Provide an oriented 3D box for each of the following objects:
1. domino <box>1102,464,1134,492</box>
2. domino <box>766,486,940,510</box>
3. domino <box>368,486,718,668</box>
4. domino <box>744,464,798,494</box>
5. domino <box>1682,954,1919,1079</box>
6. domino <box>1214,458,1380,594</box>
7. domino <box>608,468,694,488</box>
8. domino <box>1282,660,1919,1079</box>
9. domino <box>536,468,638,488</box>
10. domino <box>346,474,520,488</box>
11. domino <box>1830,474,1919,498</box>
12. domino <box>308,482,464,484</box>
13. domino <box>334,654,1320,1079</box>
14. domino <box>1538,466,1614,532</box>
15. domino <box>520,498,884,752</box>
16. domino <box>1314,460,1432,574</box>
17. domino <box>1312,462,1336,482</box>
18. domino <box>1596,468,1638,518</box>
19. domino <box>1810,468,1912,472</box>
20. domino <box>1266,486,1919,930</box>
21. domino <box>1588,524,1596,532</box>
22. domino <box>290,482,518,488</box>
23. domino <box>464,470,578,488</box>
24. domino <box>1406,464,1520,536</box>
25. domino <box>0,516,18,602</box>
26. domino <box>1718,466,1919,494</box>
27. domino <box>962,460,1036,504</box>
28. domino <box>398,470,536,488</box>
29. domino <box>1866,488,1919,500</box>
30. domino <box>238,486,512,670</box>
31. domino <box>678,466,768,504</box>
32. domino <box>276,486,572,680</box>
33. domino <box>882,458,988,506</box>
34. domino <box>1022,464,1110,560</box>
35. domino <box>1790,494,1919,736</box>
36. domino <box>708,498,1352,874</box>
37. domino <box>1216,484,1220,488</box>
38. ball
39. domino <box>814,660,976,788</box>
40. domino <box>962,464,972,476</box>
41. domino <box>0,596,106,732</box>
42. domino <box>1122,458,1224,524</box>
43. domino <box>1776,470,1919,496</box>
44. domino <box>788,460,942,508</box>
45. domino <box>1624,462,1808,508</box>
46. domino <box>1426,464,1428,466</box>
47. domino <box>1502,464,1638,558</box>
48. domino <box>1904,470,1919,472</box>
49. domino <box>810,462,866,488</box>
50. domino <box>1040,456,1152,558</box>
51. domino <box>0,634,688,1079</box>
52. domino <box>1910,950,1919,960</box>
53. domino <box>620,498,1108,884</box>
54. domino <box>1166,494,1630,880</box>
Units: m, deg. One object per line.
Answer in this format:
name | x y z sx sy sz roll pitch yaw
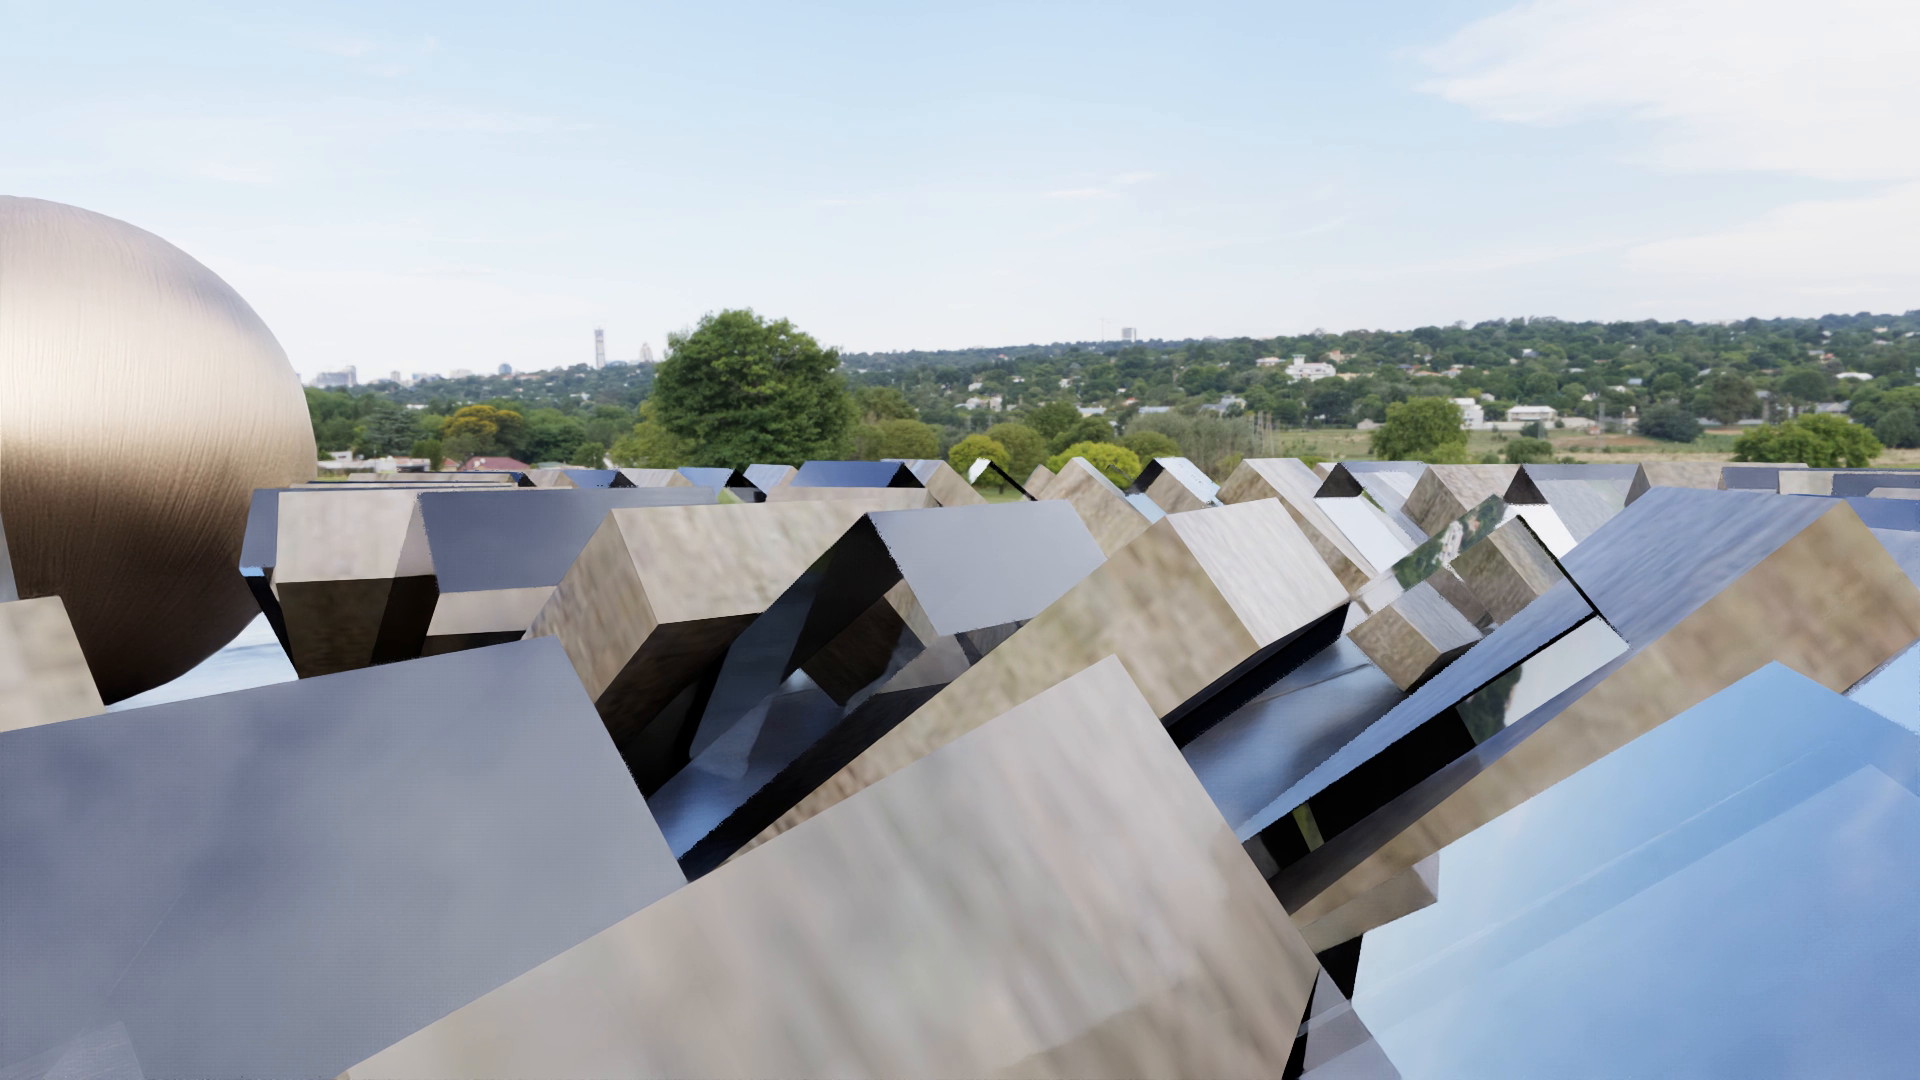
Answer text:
domino | 0.055 0.000 0.319 0.050 0.010 0.025 37 9 4
domino | -0.008 0.010 0.196 0.025 0.009 0.050 2 -30 24
domino | -0.042 0.014 0.123 0.025 0.009 0.050 -3 -33 -36
domino | -0.027 0.002 0.294 0.050 0.009 0.025 40 -15 -26
domino | 0.017 0.022 0.024 0.050 0.010 0.025 -36 -3 13
domino | 0.075 0.004 0.248 0.025 0.009 0.050 -5 47 -51
domino | -0.051 0.004 0.268 0.025 0.009 0.050 4 -31 45
domino | 0.000 0.022 0.027 0.050 0.009 0.025 -36 -7 17
domino | -0.061 0.005 0.253 0.025 0.010 0.050 3 -32 38
domino | -0.074 0.008 0.202 0.025 0.009 0.050 1 -34 10
domino | 0.110 0.013 0.142 0.025 0.010 0.050 3 44 37
domino | -0.072 0.010 0.185 0.025 0.010 0.050 0 -33 1
domino | -0.017 0.022 0.031 0.050 0.009 0.025 -37 -10 21
domino | 0.148 0.003 0.277 0.025 0.009 0.050 -3 42 -35
domino | -0.028 0.015 0.112 0.025 0.009 0.050 -4 -31 -45
domino | 0.091 0.005 0.239 0.025 0.009 0.050 -2 44 -34
domino | 0.107 0.000 0.309 0.050 0.009 0.025 44 26 25
domino | 0.159 0.004 0.264 0.025 0.010 0.050 -2 41 -30
domino | 0.179 0.006 0.234 0.025 0.009 0.050 -1 41 -14
domino | 0.039 0.016 0.094 0.050 0.009 0.025 -39 1 6
domino | 0.136 0.002 0.289 0.025 0.009 0.050 -3 42 -41
domino | -0.067 0.011 0.167 0.025 0.010 0.050 -1 -33 -9
domino | -0.069 0.006 0.238 0.025 0.009 0.050 2 -32 31
domino | 0.103 0.006 0.226 0.025 0.009 0.050 -2 43 -22
domino | -0.118 0.007 0.138 0.025 0.050 0.009 -1 26 -19
domino | 0.120 0.010 0.174 0.025 0.009 0.050 2 44 20
domino | 0.021 0.004 0.247 0.050 0.009 0.025 40 0 -6
domino | -0.073 0.007 0.221 0.025 0.009 0.050 2 -33 21
domino | 0.073 0.016 0.104 0.050 0.010 0.025 -40 13 -10
domino | -0.063 0.012 0.151 0.025 0.010 0.050 -1 -33 -12
domino | -0.040 0.003 0.281 0.025 0.010 0.050 5 -30 51
domino | -0.055 0.013 0.136 0.025 0.010 0.050 -2 -33 -22
domino | 0.006 0.005 0.233 0.050 0.009 0.025 43 -15 -23
domino | 0.037 0.000 0.318 0.050 0.009 0.025 37 4 0
domino | 0.056 0.016 0.098 0.050 0.009 0.025 -38 7 -2
domino | 0.003 0.016 0.096 0.050 0.010 0.025 -40 -15 25
domino | 0.072 0.000 0.318 0.050 0.009 0.025 39 13 10
ball | -0.144 -0.012 0.199 0.080 0.080 0.080 0 4 0
domino | -0.002 0.025 0.171 0.025 0.009 0.050 0 4 5
domino | 0.020 0.000 0.317 0.050 0.009 0.025 36 2 -4
domino | -0.049 0.021 0.042 0.050 0.009 0.025 -39 -16 31
domino | 0.057 0.004 0.252 0.050 0.009 0.025 44 19 15
domino | 0.116 0.011 0.158 0.025 0.009 0.050 2 44 28
domino | -0.006 0.006 0.218 0.025 0.009 0.050 5 -34 47
domino | 0.120 0.008 0.192 0.025 0.010 0.050 1 44 8
domino | 0.122 0.001 0.300 0.025 0.009 0.050 -4 43 -48
domino | 0.113 0.007 0.210 0.025 0.010 0.050 -1 44 -11
domino | 0.185 0.007 0.217 0.025 0.009 0.050 0 41 -5
domino | -0.013 0.001 0.305 0.050 0.009 0.025 38 -9 -17
domino | 0.039 0.004 0.251 0.050 0.009 0.025 42 10 5
domino | -0.033 0.021 0.037 0.050 0.010 0.025 -38 -13 25
domino | 0.088 0.015 0.113 0.050 0.009 0.025 -42 19 -15
domino | -0.012 0.016 0.103 0.050 0.010 0.025 -42 -20 30
domino | 0.020 0.016 0.092 0.050 0.010 0.025 -39 -9 18
